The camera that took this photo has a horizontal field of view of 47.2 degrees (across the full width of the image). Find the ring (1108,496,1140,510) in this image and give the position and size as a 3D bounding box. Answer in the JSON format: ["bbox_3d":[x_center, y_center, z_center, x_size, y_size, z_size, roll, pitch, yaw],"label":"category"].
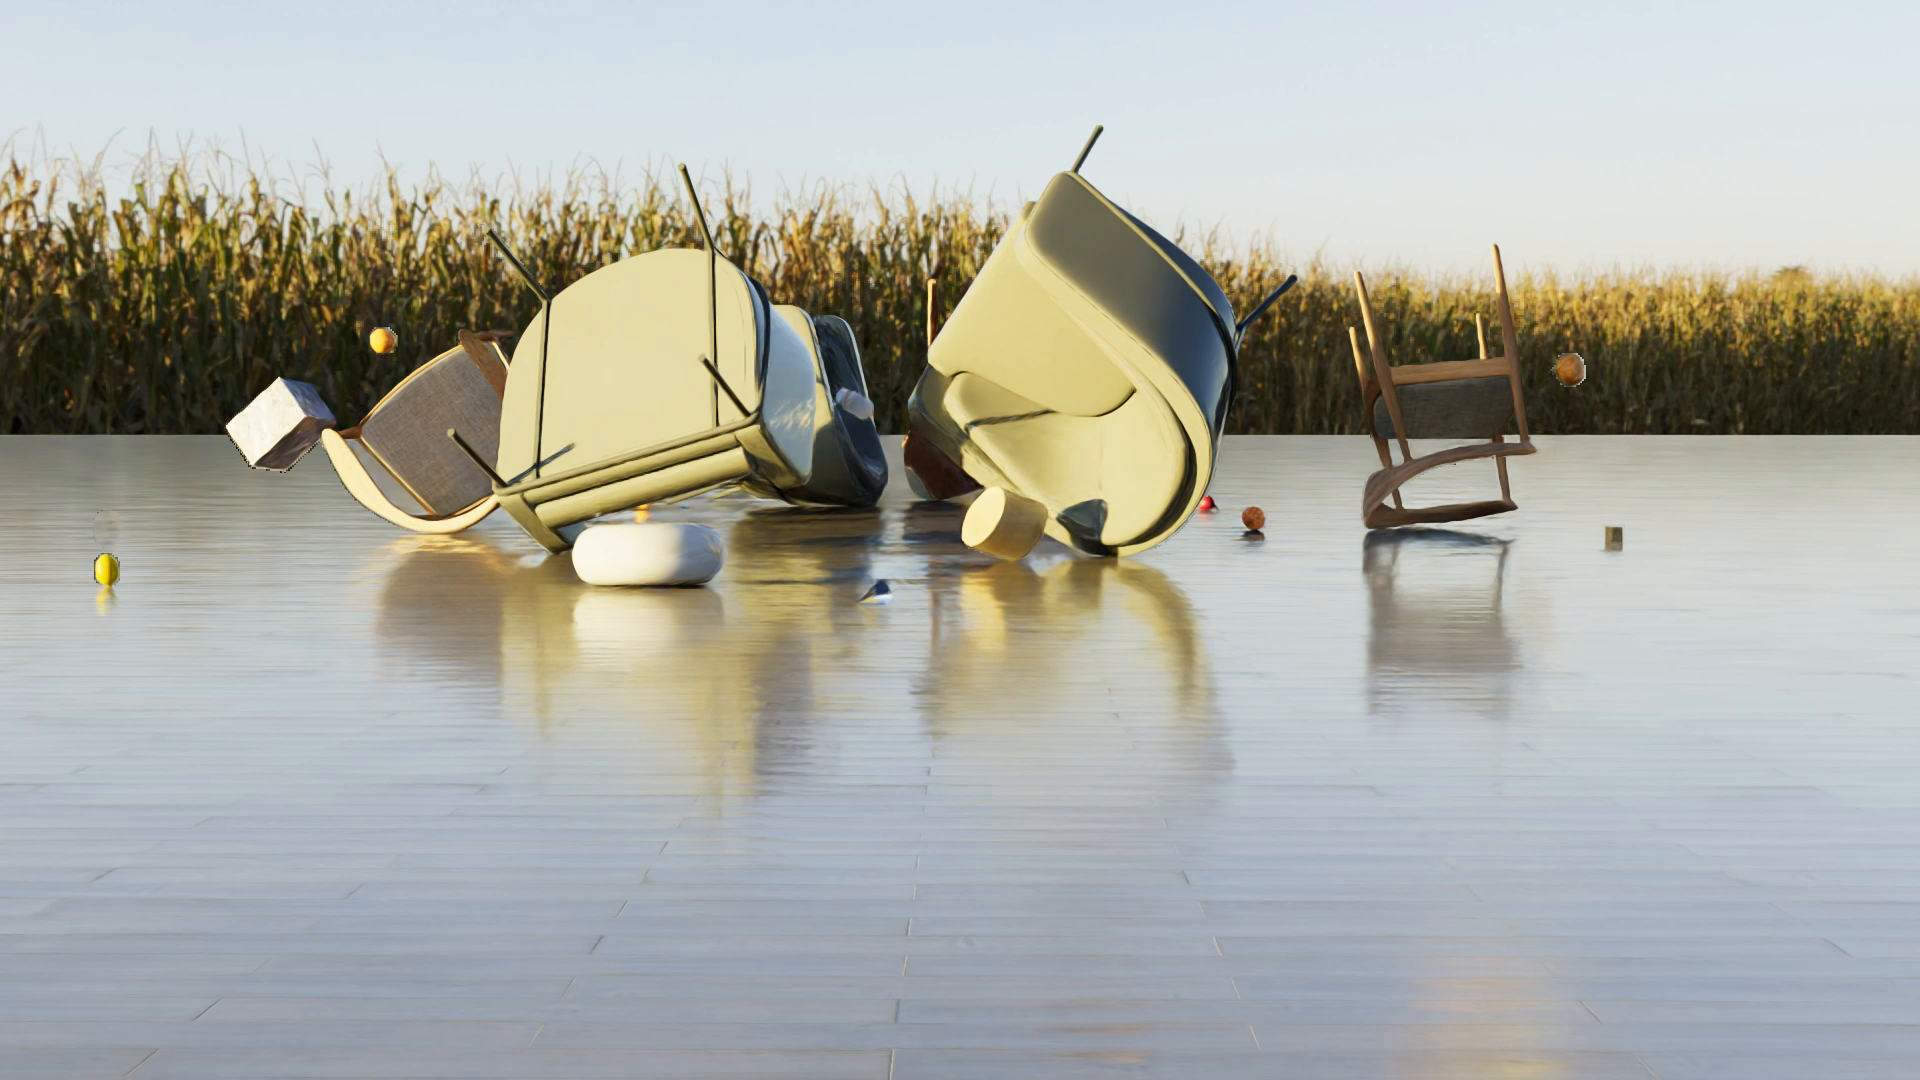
[{"bbox_3d":[0.611,-0.138,8.225,0.083,0.046,0.145,-11,8,-42],"label":"ring"}]

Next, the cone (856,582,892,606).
[{"bbox_3d":[-0.190,0.122,4.581,0.085,0.054,0.053,-20,-2,41],"label":"cone"}]

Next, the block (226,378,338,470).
[{"bbox_3d":[-2.193,-0.374,7.112,0.247,0.163,0.183,-40,-12,11],"label":"block"}]

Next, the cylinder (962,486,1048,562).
[{"bbox_3d":[0.116,-0.042,5.705,0.148,0.180,0.128,24,34,-30],"label":"cylinder"}]

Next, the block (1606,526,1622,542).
[{"bbox_3d":[1.927,-0.018,6.481,0.035,0.044,0.037,-1,4,-15],"label":"block"}]

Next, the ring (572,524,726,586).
[{"bbox_3d":[-0.708,0.034,5.009,0.345,0.135,0.348,-1,-1,-35],"label":"ring"}]
